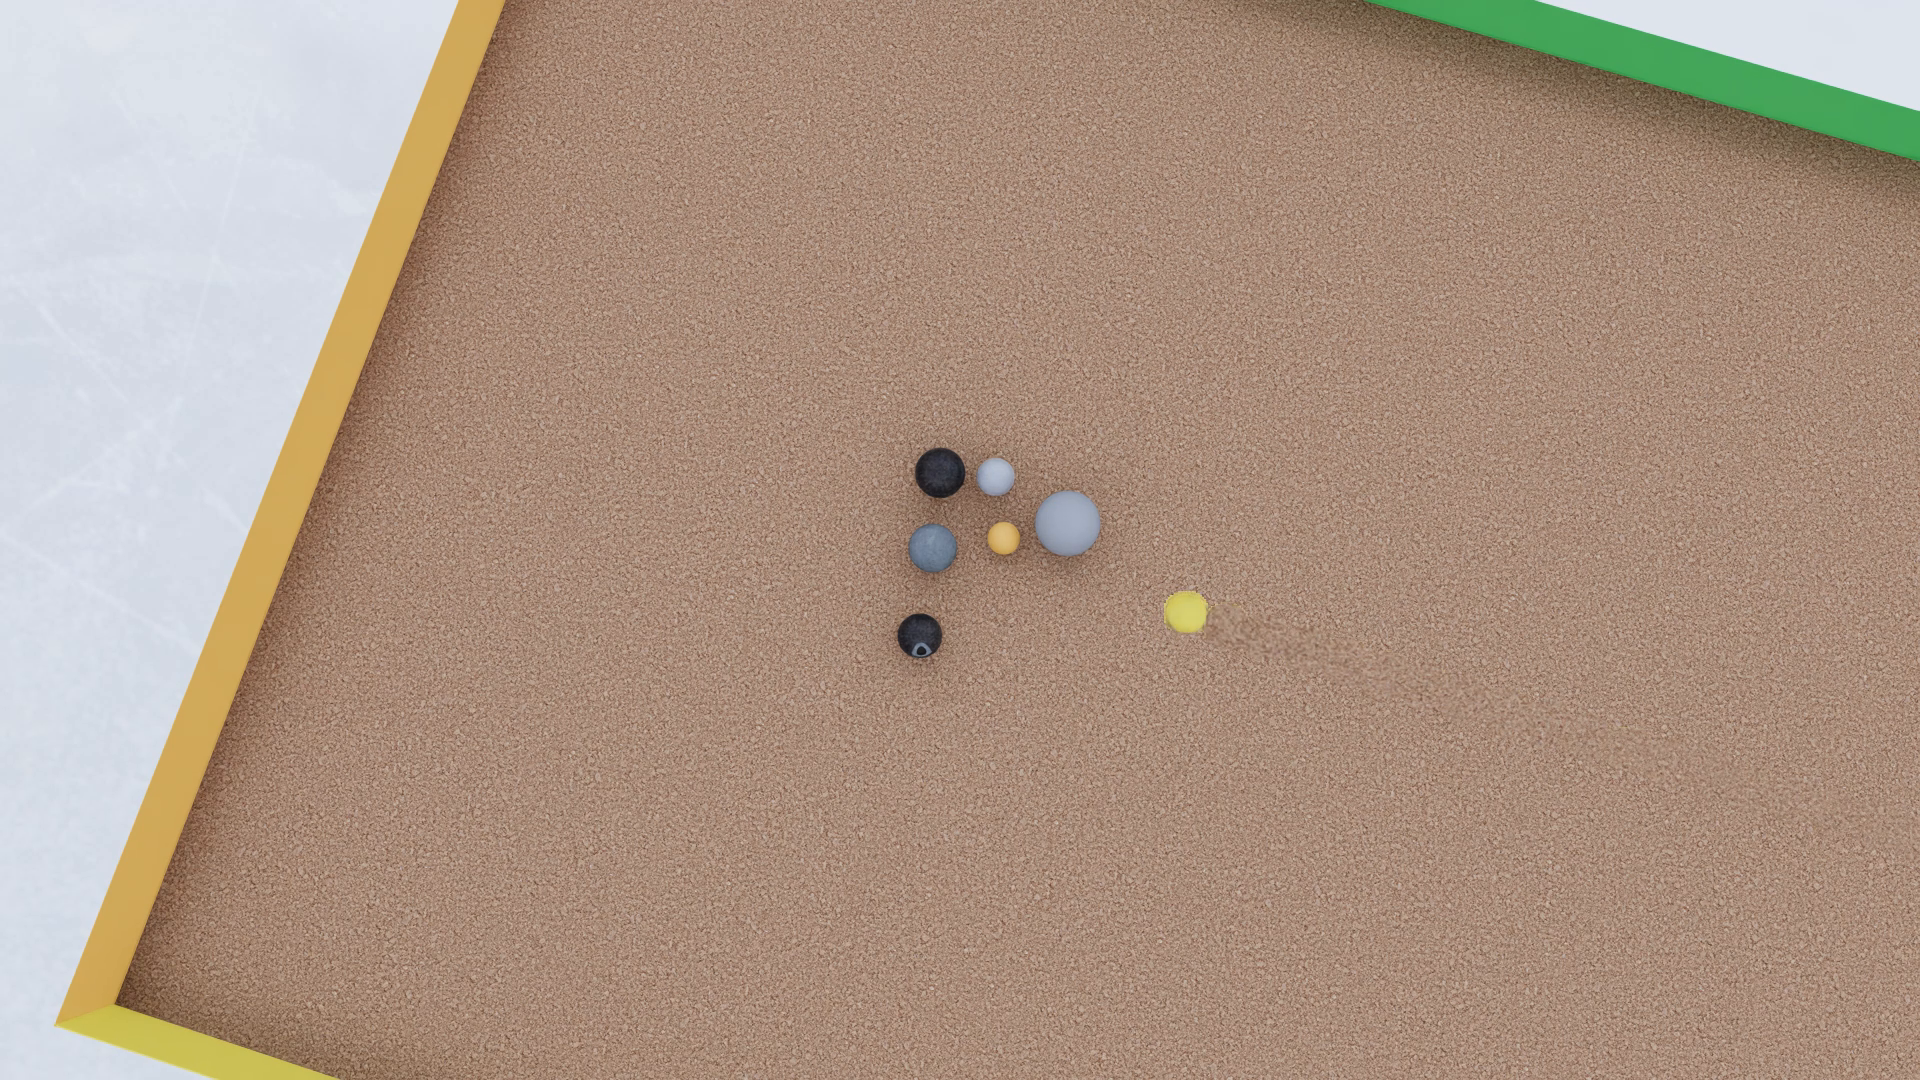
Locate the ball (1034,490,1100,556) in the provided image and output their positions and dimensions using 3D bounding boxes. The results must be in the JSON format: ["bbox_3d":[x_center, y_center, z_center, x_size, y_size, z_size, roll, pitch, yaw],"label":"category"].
[{"bbox_3d":[0.162,-0.025,3.299,0.099,0.099,0.099,0,78,0],"label":"ball"}]

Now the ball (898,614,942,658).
[{"bbox_3d":[-0.060,0.143,3.279,0.068,0.068,0.068,0,78,0],"label":"ball"}]

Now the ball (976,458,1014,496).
[{"bbox_3d":[0.054,-0.096,3.335,0.058,0.058,0.058,0,78,0],"label":"ball"}]

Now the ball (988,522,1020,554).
[{"bbox_3d":[0.066,-0.003,3.319,0.050,0.050,0.050,0,78,0],"label":"ball"}]

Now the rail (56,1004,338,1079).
[{"bbox_3d":[0.630,1.254,3.006,3.958,0.129,0.045,17,78,4],"label":"rail"}]

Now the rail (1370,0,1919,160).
[{"bbox_3d":[1.257,-0.682,3.425,3.958,0.129,0.045,17,78,4],"label":"rail"}]

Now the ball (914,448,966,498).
[{"bbox_3d":[-0.030,-0.102,3.327,0.077,0.077,0.077,0,78,0],"label":"ball"}]

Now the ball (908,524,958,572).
[{"bbox_3d":[-0.041,0.012,3.304,0.074,0.074,0.074,0,78,0],"label":"ball"}]

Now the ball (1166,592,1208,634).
[{"bbox_3d":[0.339,0.109,3.289,0.062,0.062,0.062,0,78,0],"label":"ball"}]

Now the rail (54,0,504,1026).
[{"bbox_3d":[-0.921,-0.292,3.340,0.045,0.129,2.124,17,78,4],"label":"rail"}]
